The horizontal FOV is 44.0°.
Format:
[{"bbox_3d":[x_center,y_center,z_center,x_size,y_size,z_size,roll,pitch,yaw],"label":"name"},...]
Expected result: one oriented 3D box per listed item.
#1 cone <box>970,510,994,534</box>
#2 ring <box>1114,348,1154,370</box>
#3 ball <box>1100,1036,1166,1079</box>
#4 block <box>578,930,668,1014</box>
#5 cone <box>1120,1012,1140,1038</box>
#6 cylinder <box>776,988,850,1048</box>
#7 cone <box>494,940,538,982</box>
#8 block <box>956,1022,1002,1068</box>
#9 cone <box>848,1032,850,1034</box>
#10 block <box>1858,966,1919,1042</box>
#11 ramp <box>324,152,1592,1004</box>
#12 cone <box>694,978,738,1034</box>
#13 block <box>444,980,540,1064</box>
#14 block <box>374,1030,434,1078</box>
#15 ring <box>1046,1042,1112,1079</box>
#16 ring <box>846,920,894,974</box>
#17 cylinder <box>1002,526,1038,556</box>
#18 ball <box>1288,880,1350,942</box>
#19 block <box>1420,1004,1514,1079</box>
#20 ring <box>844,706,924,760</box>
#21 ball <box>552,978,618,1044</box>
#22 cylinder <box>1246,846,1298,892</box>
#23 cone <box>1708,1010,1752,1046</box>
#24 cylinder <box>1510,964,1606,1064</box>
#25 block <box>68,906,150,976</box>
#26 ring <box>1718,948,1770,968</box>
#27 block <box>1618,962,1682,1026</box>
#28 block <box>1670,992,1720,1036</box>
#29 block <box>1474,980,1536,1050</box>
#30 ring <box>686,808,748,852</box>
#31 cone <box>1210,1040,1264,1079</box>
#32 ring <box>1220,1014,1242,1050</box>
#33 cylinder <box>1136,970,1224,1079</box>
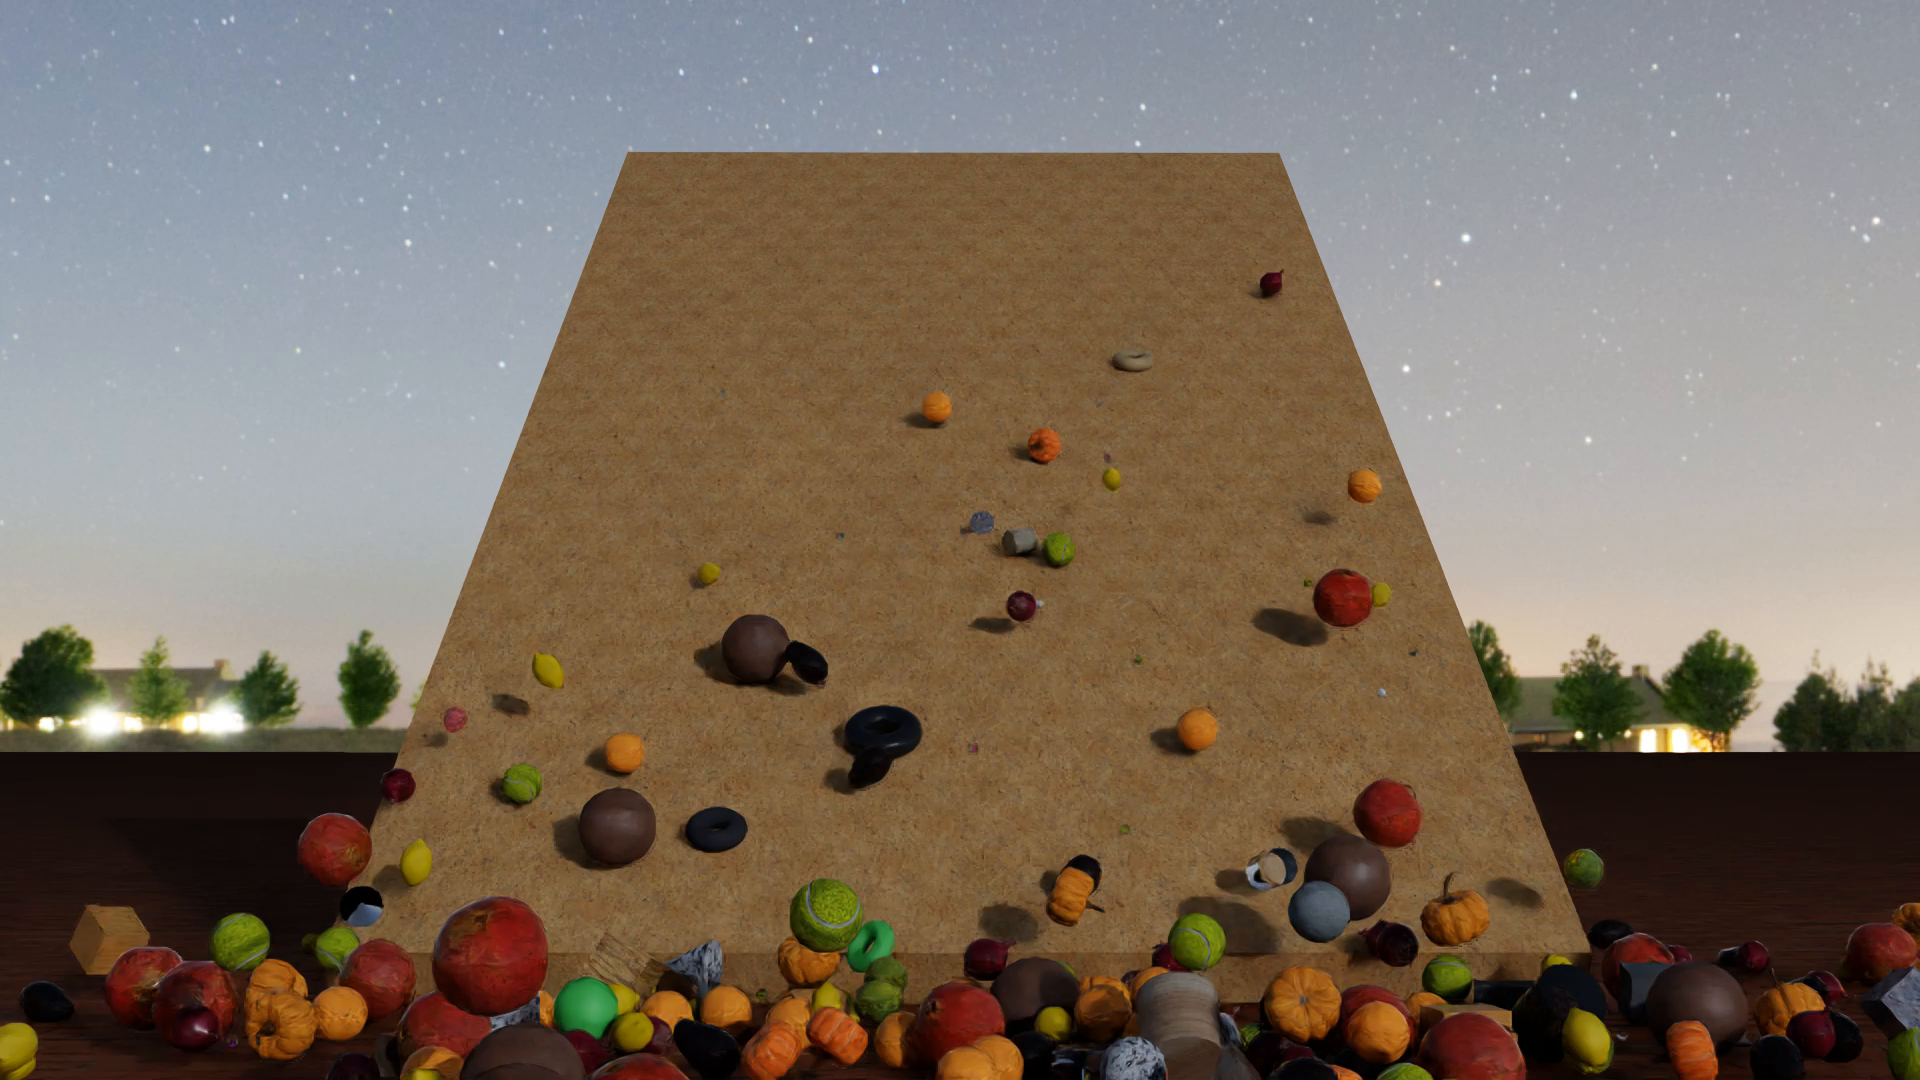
[{"bbox_3d":[0.045,-0.040,5.042,0.051,0.051,0.051,0,7,-5],"label":"cone"},{"bbox_3d":[0.426,-0.442,5.820,0.099,0.033,0.099,1,26,0],"label":"ring"},{"bbox_3d":[0.196,0.601,2.692,0.076,0.076,0.076,0,-5,0],"label":"ball"},{"bbox_3d":[-0.489,0.627,3.446,0.080,0.080,0.080,27,-11,20],"label":"block"},{"bbox_3d":[0.268,0.618,3.107,0.089,0.089,0.089,20,20,-8],"label":"cone"},{"bbox_3d":[-0.202,0.655,3.263,0.077,0.077,0.077,3,-6,-29],"label":"cylinder"},{"bbox_3d":[-0.696,0.650,3.707,0.066,0.066,0.066,1,1,-15],"label":"cone"},{"bbox_3d":[0.024,0.650,3.062,0.052,0.052,0.052,1,-5,-6],"label":"block"},{"bbox_3d":[-0.176,0.694,3.404,0.054,0.054,0.054,29,12,33],"label":"cone"},{"bbox_3d":[1.217,0.599,3.066,0.066,0.066,0.066,-38,-8,-13],"label":"block"},{"bbox_3d":[-0.011,-0.225,5.543,2.000,0.100,4.000,0,27,0],"label":"ramp"},{"bbox_3d":[-0.363,0.660,3.410,0.071,0.071,0.071,-22,-2,-1],"label":"cone"},{"bbox_3d":[-0.616,0.635,3.135,0.094,0.094,0.094,-1,-4,12],"label":"block"},{"bbox_3d":[-0.695,0.643,2.975,0.051,0.051,0.051,-3,-6,28],"label":"block"},{"bbox_3d":[0.173,0.639,2.892,0.137,0.046,0.137,2,-6,0],"label":"ring"},{"bbox_3d":[-0.136,0.619,3.615,0.087,0.087,0.029,-6,-39,49],"label":"ring"},{"bbox_3d":[0.124,0.002,4.931,0.052,0.052,0.052,-14,2,-30],"label":"cylinder"},{"bbox_3d":[0.481,0.498,3.185,0.082,0.082,0.082,0,-5,0],"label":"ball"},{"bbox_3d":[0.625,0.622,2.936,0.087,0.087,0.087,1,-5,-8],"label":"block"},{"bbox_3d":[-0.138,0.347,4.279,0.143,0.048,0.143,-1,28,0],"label":"ring"},{"bbox_3d":[-0.473,0.594,3.003,0.082,0.082,0.082,0,-5,0],"label":"ball"},{"bbox_3d":[0.504,0.532,3.841,0.060,0.060,0.060,3,7,-31],"label":"cylinder"},{"bbox_3d":[1.062,0.681,3.260,0.054,0.054,0.054,26,2,16],"label":"cone"},{"bbox_3d":[0.772,0.612,3.073,0.093,0.093,0.093,2,-40,-20],"label":"cylinder"},{"bbox_3d":[-1.398,0.658,3.908,0.080,0.080,0.080,13,20,-49],"label":"block"},{"bbox_3d":[1.464,0.780,4.437,0.094,0.031,0.094,0,-4,0],"label":"ring"},{"bbox_3d":[1.024,0.673,3.530,0.073,0.073,0.073,0,7,2],"label":"block"},{"bbox_3d":[1.053,0.678,3.404,0.055,0.055,0.055,-3,-6,32],"label":"block"},{"bbox_3d":[0.749,0.651,3.261,0.085,0.085,0.085,-1,-5,12],"label":"block"},{"bbox_3d":[-0.411,0.489,4.017,0.104,0.035,0.104,1,28,0],"label":"ring"},{"bbox_3d":[0.280,0.603,2.550,0.095,0.095,0.095,-38,-8,3],"label":"cone"},{"bbox_3d":[0.331,0.625,2.949,0.026,0.077,0.077,-11,-4,-7],"label":"ring"},{"bbox_3d":[0.265,0.588,2.854,0.099,0.099,0.099,-1,40,-1],"label":"cylinder"}]
